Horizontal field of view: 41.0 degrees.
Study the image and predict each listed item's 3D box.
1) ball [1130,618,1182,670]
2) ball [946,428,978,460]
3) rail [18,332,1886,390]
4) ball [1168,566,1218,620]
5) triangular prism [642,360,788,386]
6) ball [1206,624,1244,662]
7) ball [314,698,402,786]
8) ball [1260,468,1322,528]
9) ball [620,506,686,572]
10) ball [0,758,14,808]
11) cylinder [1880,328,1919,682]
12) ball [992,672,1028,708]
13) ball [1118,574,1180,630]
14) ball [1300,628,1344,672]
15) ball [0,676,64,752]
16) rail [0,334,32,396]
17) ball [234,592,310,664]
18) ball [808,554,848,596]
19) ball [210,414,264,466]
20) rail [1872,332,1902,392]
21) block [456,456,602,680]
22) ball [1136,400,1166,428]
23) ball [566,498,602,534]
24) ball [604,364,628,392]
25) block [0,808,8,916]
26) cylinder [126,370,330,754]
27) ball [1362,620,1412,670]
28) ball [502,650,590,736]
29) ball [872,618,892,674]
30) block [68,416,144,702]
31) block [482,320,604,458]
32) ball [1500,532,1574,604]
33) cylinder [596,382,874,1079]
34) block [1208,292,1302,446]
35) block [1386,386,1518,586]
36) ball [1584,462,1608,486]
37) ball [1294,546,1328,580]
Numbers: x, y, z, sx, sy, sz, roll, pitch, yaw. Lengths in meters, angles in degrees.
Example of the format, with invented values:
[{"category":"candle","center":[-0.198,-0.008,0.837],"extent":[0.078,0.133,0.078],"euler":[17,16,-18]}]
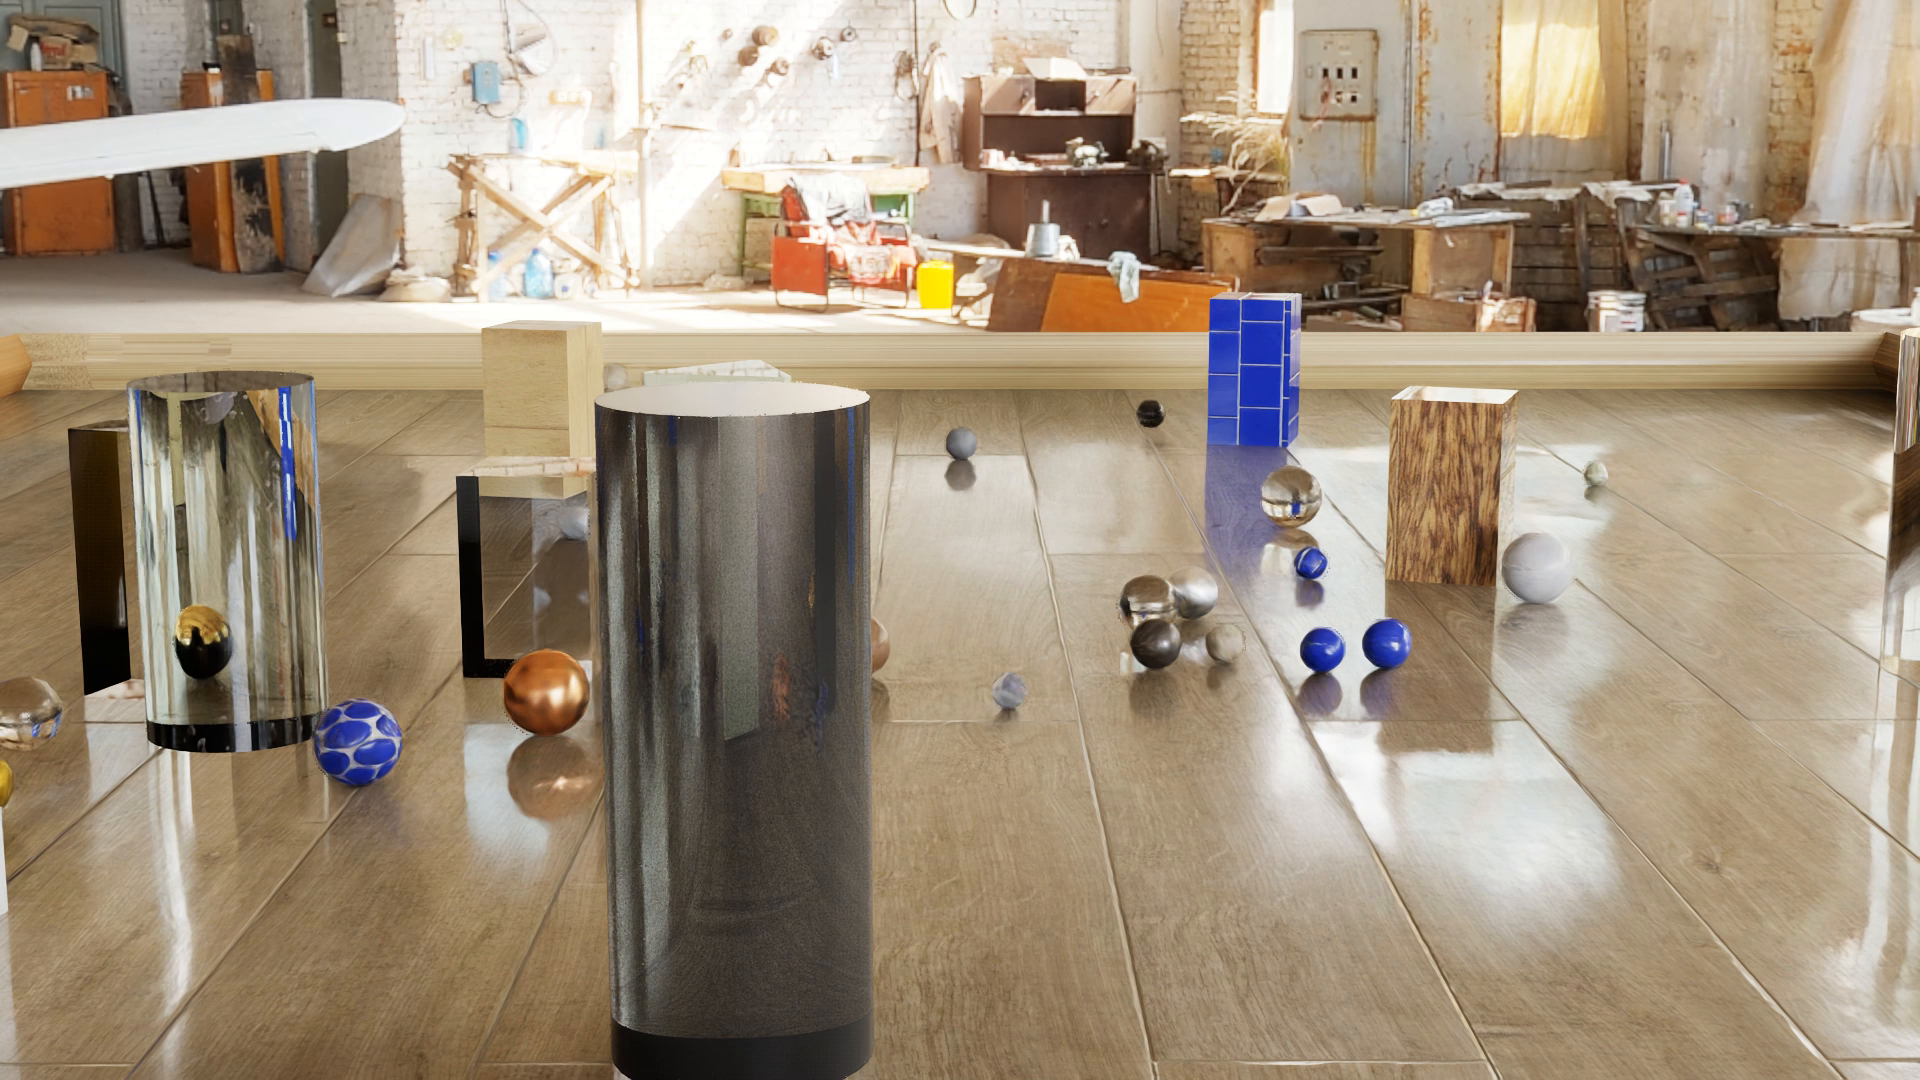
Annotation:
[{"category":"ball","center":[0.239,0.126,3.130],"extent":[0.062,0.062,0.062],"euler":[0,10,0]},{"category":"ball","center":[0.002,-0.181,4.796],"extent":[0.060,0.060,0.060],"euler":[0,10,0]},{"category":"rail","center":[-0.014,-0.402,5.796],"extent":[4.234,0.128,0.045],"euler":[0,10,0]},{"category":"ball","center":[0.307,0.070,3.410],"extent":[0.071,0.071,0.071],"euler":[0,10,0]},{"category":"triangular prism","center":[-0.253,-0.004,2.938],"extent":[0.170,0.389,0.147],"euler":[2,11,13]},{"category":"ball","center":[0.326,0.127,3.164],"extent":[0.047,0.047,0.047],"euler":[0,10,0]},{"category":"ball","center":[-0.616,0.206,2.625],"extent":[0.089,0.089,0.089],"euler":[0,10,0]},{"category":"ball","center":[0.528,-0.068,4.082],"extent":[0.097,0.097,0.097],"euler":[0,10,0]},{"category":"ball","center":[-0.446,-0.003,3.731],"extent":[0.096,0.096,0.096],"euler":[0,10,0]},{"category":"ball","center":[-0.960,0.239,2.510],"extent":[0.066,0.066,0.066],"euler":[0,10,0]},{"category":"cylinder","center":[1.223,-0.042,3.086],"extent":[0.197,0.410,0.197],"euler":[0,10,0]},{"category":"ball","center":[0.057,0.172,2.937],"extent":[0.042,0.042,0.042],"euler":[0,10,0]},{"category":"ball","center":[0.244,0.083,3.317],"extent":[0.079,0.079,0.079],"euler":[0,10,0]},{"category":"ball","center":[0.439,0.134,3.113],"extent":[0.054,0.054,0.054],"euler":[0,10,0]},{"category":"ball","center":[-1.004,0.187,2.750],"extent":[0.082,0.082,0.082],"euler":[0,10,0]},{"category":"rail","center":[-2.093,0.035,3.437],"extent":[0.045,0.128,4.822],"euler":[0,10,0]},{"category":"ball","center":[-0.844,0.108,3.151],"extent":[0.090,0.090,0.090],"euler":[0,10,0]},{"category":"ball","center":[-0.183,0.049,3.559],"extent":[0.057,0.057,0.057],"euler":[0,10,0]},{"category":"ball","center":[-1.330,-0.184,4.717],"extent":[0.095,0.095,0.095],"euler":[0,10,0]},{"category":"rail","center":[2.093,0.031,3.461],"extent":[0.045,0.128,4.822],"euler":[0,10,0]},{"category":"block","center":[-0.514,0.032,3.137],"extent":[0.157,0.246,0.157],"euler":[1,11,4]},{"category":"ball","center":[0.387,-0.256,5.204],"extent":[0.058,0.058,0.058],"euler":[0,10,0]},{"category":"ball","center":[-0.592,-0.038,4.034],"extent":[0.056,0.056,0.056],"euler":[0,10,0]},{"category":"ball","center":[-0.777,-0.363,5.755],"extent":[0.067,0.067,0.067],"euler":[0,10,0]},{"category":"block","center":[-0.917,0.172,2.139],"extent":[0.157,0.333,0.157],"euler":[1,11,6]},{"category":"cylinder","center":[-0.799,0.019,2.811],"extent":[0.197,0.389,0.197],"euler":[0,10,0]},{"category":"ball","center":[0.521,0.127,3.130],"extent":[0.061,0.061,0.061],"euler":[0,10,0]},{"category":"ball","center":[-0.454,0.168,2.818],"extent":[0.095,0.095,0.095],"euler":[0,10,0]},{"category":"ball","center":[-0.119,0.128,3.096],"extent":[0.072,0.072,0.072],"euler":[0,10,0]},{"category":"block","center":[-0.924,0.018,3.019],"extent":[0.157,0.315,0.157],"euler":[3,11,17]},{"category":"block","center":[-0.725,-0.235,4.478],"extent":[0.157,0.282,0.157],"euler":[3,11,14]},{"category":"ball","center":[0.791,0.037,3.512],"extent":[0.098,0.098,0.098],"euler":[0,10,0]},{"category":"cylinder","center":[-0.163,0.140,1.880],"extent":[0.197,0.491,0.197],"euler":[0,10,0]},{"category":"block","center":[0.577,-0.336,5.023],"extent":[0.157,0.282,0.157],"euler":[3,11,14]},{"category":"block","center":[0.710,-0.080,3.700],"extent":[0.157,0.261,0.157],"euler":[4,11,19]},{"category":"ball","center":[1.114,-0.115,4.493],"extent":[0.041,0.041,0.041],"euler":[0,10,0]},{"category":"ball","center":[0.503,0.033,3.676],"extent":[0.047,0.047,0.047],"euler":[0,10,0]}]
